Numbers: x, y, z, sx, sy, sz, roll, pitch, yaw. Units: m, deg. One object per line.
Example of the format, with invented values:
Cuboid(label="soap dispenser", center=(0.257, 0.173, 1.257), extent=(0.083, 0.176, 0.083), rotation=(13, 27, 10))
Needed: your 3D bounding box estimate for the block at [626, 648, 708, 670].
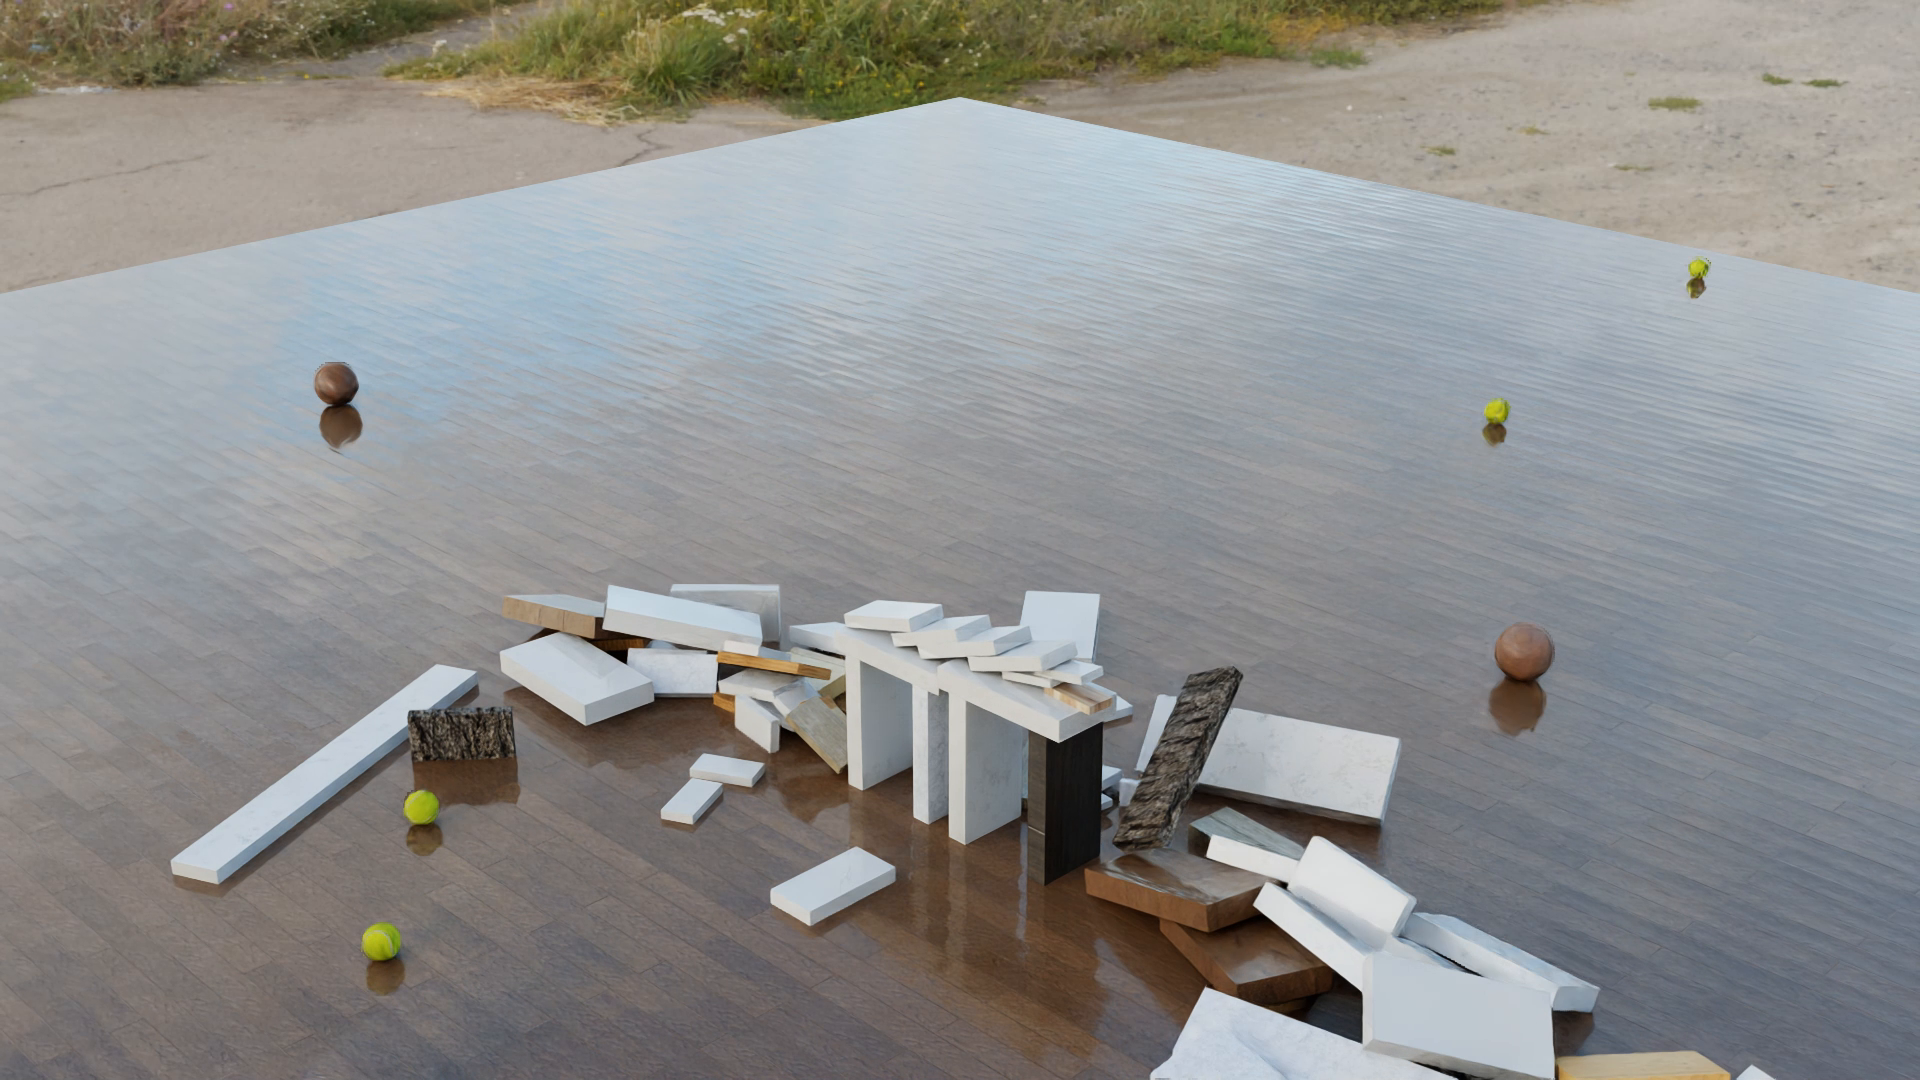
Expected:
Cuboid(label="block", center=(-0.663, 0.293, 4.969), extent=(0.179, 0.025, 0.090), rotation=(2, 65, 4))

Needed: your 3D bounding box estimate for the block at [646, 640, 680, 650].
Cuboid(label="block", center=(-0.674, 0.280, 5.069), extent=(0.179, 0.025, 0.090), rotation=(21, 31, 40))

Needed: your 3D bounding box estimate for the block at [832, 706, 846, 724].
Cuboid(label="block", center=(-0.240, 0.422, 4.635), extent=(0.148, 0.021, 0.074), rotation=(44, 43, 21))

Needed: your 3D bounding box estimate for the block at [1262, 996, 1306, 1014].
Cuboid(label="block", center=(0.522, 0.805, 3.838), extent=(0.144, 0.020, 0.072), rotation=(-10, 25, -23))

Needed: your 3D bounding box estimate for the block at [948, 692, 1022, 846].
Cuboid(label="block", center=(0.051, 0.427, 4.345), extent=(0.160, 0.320, 0.045), rotation=(-21, 31, -41))

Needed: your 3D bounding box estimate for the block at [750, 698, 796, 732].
Cuboid(label="block", center=(-0.394, 0.363, 4.803), extent=(0.185, 0.026, 0.093), rotation=(20, 30, 38))

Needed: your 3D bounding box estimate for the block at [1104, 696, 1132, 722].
Cuboid(label="block", center=(0.301, 0.378, 4.845), extent=(0.143, 0.020, 0.072), rotation=(-13, 26, -28))

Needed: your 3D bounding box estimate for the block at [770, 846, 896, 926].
Cuboid(label="block", center=(-0.239, 0.655, 4.176), extent=(0.110, 0.031, 0.220), rotation=(21, 31, 40))

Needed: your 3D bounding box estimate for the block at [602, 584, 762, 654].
Cuboid(label="block", center=(-0.630, 0.185, 4.997), extent=(0.353, 0.050, 0.176), rotation=(12, 14, -11))

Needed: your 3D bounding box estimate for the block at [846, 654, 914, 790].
Cuboid(label="block", center=(-0.165, 0.353, 4.545), extent=(0.042, 0.299, 0.149), rotation=(20, 30, 40))

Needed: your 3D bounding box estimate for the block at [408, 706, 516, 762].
Cuboid(label="block", center=(-1.055, 0.411, 4.656), extent=(0.214, 0.107, 0.030), rotation=(-2, 23, -5))

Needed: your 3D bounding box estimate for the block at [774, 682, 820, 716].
Cuboid(label="block", center=(-0.305, 0.389, 4.713), extent=(0.093, 0.026, 0.185), rotation=(-22, 56, -42))

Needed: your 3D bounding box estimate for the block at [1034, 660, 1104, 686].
Cuboid(label="block", center=(0.203, 0.245, 4.120), extent=(0.061, 0.017, 0.121), rotation=(-21, 21, -41))

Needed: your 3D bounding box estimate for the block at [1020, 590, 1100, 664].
Cuboid(label="block", center=(0.231, 0.219, 5.179), extent=(0.178, 0.050, 0.355), rotation=(2, 23, 6))

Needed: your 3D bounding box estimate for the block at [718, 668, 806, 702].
Cuboid(label="block", center=(-0.434, 0.318, 4.820), extent=(0.185, 0.026, 0.093), rotation=(5, 20, 45))

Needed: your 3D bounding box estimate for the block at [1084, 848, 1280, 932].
Cuboid(label="block", center=(0.408, 0.640, 4.060), extent=(0.176, 0.050, 0.352), rotation=(-12, 10, -33))

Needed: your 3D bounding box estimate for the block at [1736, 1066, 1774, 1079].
Cuboid(label="block", center=(1.300, 0.937, 3.443), extent=(0.126, 0.036, 0.253), rotation=(-35, 34, -17))

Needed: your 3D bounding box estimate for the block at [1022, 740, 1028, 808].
Cuboid(label="block", center=(0.162, 0.477, 4.538), extent=(0.099, 0.028, 0.199), rotation=(11, 38, 19))

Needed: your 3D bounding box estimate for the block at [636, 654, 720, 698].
Cuboid(label="block", center=(-0.635, 0.305, 4.934), extent=(0.186, 0.026, 0.093), rotation=(0, 64, 3))

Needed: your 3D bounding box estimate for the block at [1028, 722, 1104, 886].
Cuboid(label="block", center=(0.201, 0.485, 4.207), extent=(0.045, 0.320, 0.160), rotation=(21, 31, 41))

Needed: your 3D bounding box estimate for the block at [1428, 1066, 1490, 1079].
Cuboid(label="block", center=(0.832, 0.914, 3.533), extent=(0.211, 0.030, 0.106), rotation=(22, 47, 41))

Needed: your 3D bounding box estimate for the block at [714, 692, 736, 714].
Cuboid(label="block", center=(-0.449, 0.365, 4.866), extent=(0.186, 0.026, 0.093), rotation=(20, 30, 39))

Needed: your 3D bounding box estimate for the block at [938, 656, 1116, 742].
Cuboid(label="block", center=(0.126, 0.287, 4.205), extent=(0.160, 0.045, 0.320), rotation=(-21, 31, -41))

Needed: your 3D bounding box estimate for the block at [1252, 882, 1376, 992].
Cuboid(label="block", center=(0.680, 0.719, 3.820), extent=(0.176, 0.050, 0.352), rotation=(28, 4, -34))

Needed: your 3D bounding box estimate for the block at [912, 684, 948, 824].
Cuboid(label="block", center=(-0.026, 0.407, 4.419), extent=(0.042, 0.299, 0.149), rotation=(21, 31, 40))

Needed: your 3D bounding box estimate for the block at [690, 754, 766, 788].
Cuboid(label="block", center=(-0.486, 0.481, 4.601), extent=(0.140, 0.020, 0.070), rotation=(7, 24, 17))

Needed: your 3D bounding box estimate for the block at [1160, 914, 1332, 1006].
Cuboid(label="block", center=(0.503, 0.723, 3.911), extent=(0.176, 0.050, 0.352), rotation=(-9, 16, -15))

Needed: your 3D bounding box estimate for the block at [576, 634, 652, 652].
Cuboid(label="block", center=(-0.815, 0.233, 5.140), extent=(0.179, 0.025, 0.090), rotation=(-3, 16, 9))

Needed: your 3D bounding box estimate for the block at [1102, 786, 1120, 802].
Cuboid(label="block", center=(0.264, 0.527, 4.499), extent=(0.113, 0.016, 0.056), rotation=(-15, 27, -31))

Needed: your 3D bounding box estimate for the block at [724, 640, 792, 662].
Cuboid(label="block", center=(-0.446, 0.248, 4.851), extent=(0.084, 0.024, 0.167), rotation=(8, -6, 22))

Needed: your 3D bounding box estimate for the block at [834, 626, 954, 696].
Cuboid(label="block", center=(-0.096, 0.222, 4.417), extent=(0.299, 0.042, 0.149), rotation=(21, 31, 40))

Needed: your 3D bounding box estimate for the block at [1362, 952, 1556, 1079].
Cuboid(label="block", center=(0.810, 0.783, 3.579), extent=(0.312, 0.044, 0.156), rotation=(14, 51, -7))

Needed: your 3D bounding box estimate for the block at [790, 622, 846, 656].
Cuboid(label="block", center=(-0.275, 0.228, 5.079), extent=(0.126, 0.036, 0.252), rotation=(-4, 8, -35))
